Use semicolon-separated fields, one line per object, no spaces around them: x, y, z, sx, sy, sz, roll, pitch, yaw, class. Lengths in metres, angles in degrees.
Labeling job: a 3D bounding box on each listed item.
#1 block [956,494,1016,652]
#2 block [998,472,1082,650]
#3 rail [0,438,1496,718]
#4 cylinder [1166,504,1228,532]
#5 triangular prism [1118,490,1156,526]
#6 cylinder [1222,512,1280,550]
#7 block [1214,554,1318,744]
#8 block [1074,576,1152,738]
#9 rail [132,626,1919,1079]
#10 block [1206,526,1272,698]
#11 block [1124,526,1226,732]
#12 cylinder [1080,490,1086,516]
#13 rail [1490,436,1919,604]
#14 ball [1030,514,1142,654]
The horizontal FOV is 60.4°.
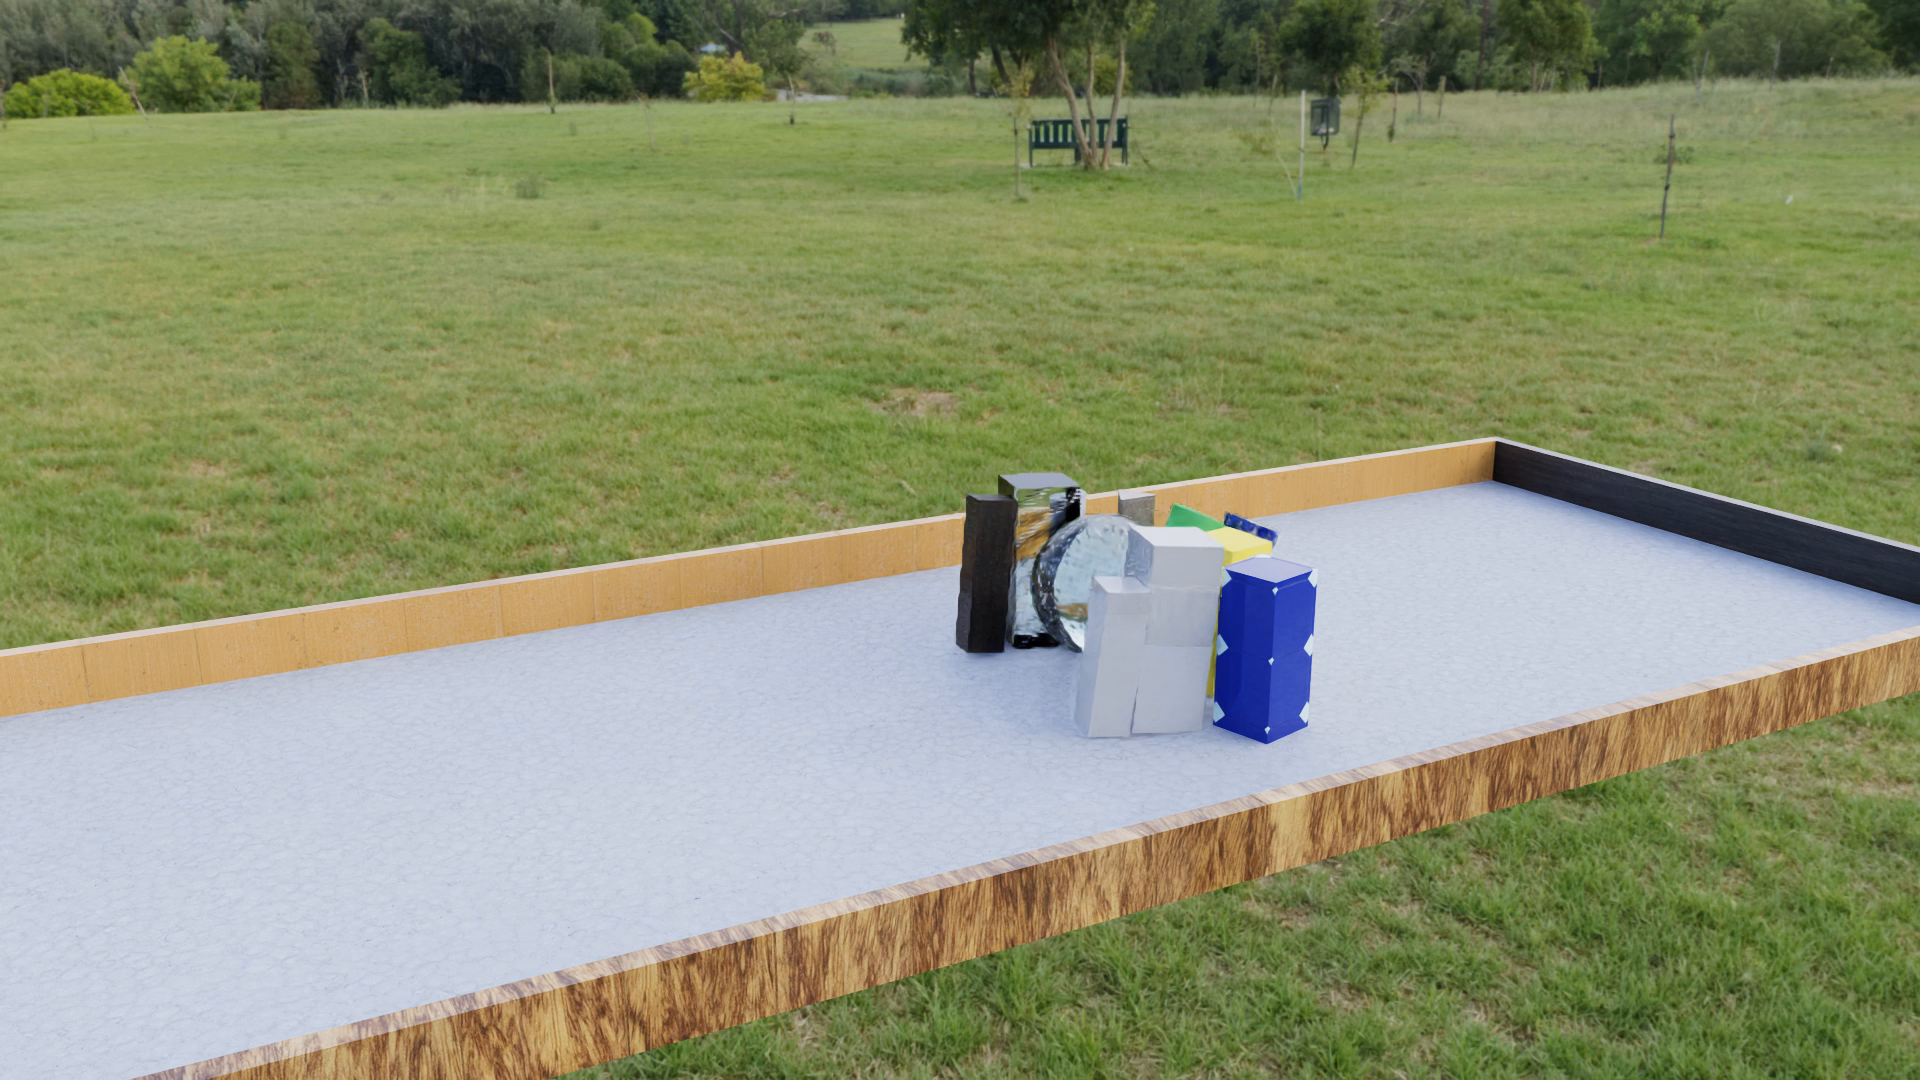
0.067;0.087;4.317;0.100;0.403;0.100;1;11;-19;block
0.207;0.052;4.396;0.172;0.433;0.172;-3;15;-15;block
-3.305;0.497;3.399;12.000;0.150;0.050;-9;18;-27;rail
0.551;0.109;4.263;0.146;0.377;0.146;21;5;-2;cylinder
0.440;0.077;4.356;0.105;0.415;0.091;-9;18;-27;triangular prism
0.699;0.116;4.296;0.145;0.345;0.145;21;4;-2;cylinder
0.705;0.250;3.817;0.157;0.388;0.157;-15;22;-41;block
0.348;0.269;3.783;0.103;0.357;0.103;1;20;-16;block
-2.336;1.006;1.665;12.000;0.150;0.050;-9;18;-27;rail
0.647;0.177;4.061;0.144;0.379;0.144;-12;23;-38;block
0.478;0.206;3.837;0.169;0.447;0.169;1;16;-14;block
0.286;0.044;4.562;0.117;0.361;0.117;0;16;0;cylinder
2.466;-0.048;5.253;0.050;0.150;2.100;-9;18;-27;rail
0.354;0.114;4.095;0.358;0.358;0.358;0;16;0;ball
